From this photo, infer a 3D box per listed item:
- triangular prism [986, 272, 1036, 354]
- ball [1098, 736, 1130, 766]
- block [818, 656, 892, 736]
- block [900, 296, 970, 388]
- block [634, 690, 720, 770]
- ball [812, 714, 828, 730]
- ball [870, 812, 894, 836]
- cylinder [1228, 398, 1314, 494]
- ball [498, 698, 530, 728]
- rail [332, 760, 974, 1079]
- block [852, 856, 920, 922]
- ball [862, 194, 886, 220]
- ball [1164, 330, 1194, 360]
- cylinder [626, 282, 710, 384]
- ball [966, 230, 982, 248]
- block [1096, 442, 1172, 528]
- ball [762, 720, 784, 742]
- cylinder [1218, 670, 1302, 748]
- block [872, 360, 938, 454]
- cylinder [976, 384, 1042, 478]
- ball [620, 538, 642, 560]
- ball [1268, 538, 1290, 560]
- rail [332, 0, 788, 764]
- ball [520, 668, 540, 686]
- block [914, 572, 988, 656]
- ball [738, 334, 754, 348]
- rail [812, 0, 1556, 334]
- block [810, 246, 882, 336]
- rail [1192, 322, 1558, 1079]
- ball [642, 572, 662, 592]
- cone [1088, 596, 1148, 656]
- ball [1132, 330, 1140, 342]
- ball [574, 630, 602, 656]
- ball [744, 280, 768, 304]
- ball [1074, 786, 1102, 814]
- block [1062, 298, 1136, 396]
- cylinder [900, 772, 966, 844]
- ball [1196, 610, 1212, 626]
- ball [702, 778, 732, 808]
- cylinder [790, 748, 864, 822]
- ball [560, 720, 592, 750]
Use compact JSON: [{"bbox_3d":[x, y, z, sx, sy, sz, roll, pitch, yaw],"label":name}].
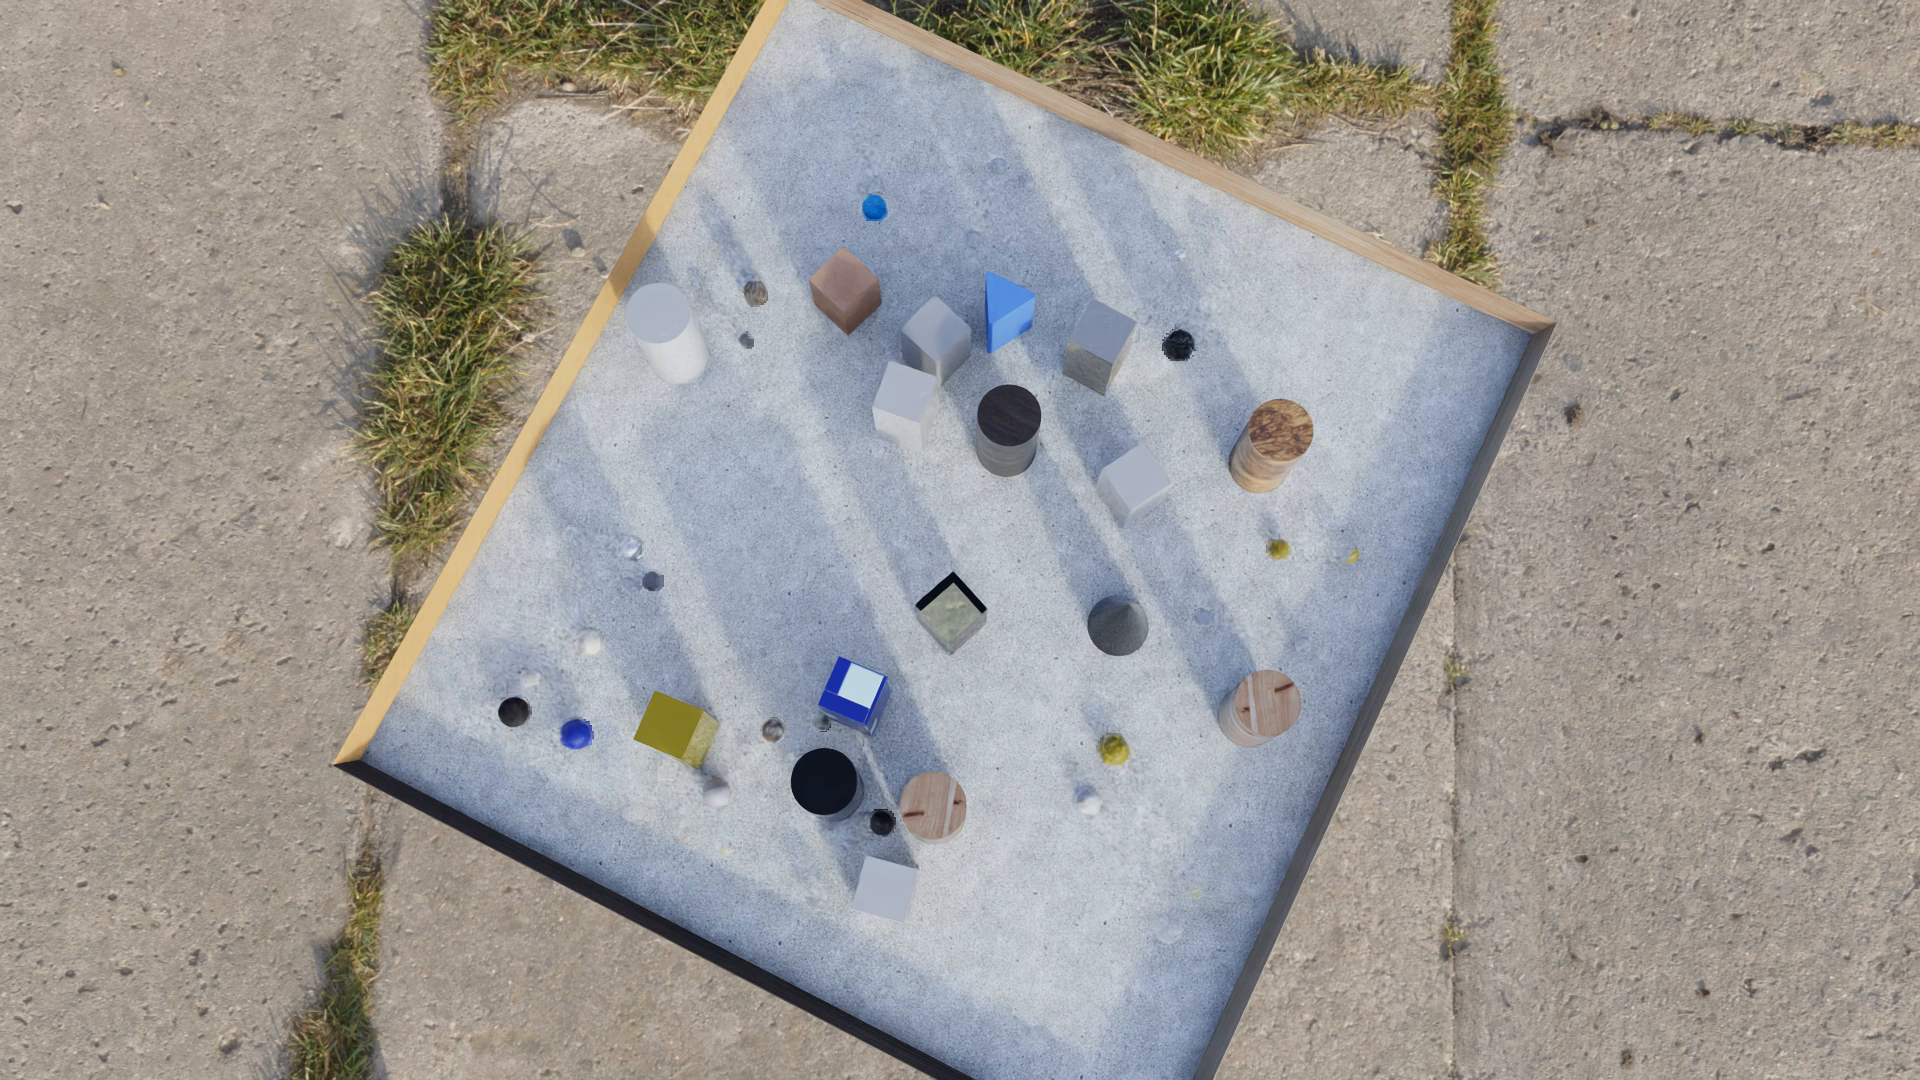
[{"bbox_3d":[0.120,-0.715,5.614,0.162,0.294,0.140,-33,80,-6],"label":"triangular prism"},{"bbox_3d":[0.459,0.626,5.440,0.092,0.092,0.092,0,78,0],"label":"ball"},{"bbox_3d":[-0.303,0.460,5.343,0.149,0.350,0.149,22,79,4],"label":"block"},{"bbox_3d":[-0.074,-0.601,5.594,0.149,0.288,0.149,43,81,8],"label":"block"},{"bbox_3d":[-0.818,0.555,5.315,0.149,0.365,0.149,22,79,4],"label":"block"},{"bbox_3d":[-0.417,0.545,5.475,0.046,0.046,0.046,0,78,0],"label":"ball"},{"bbox_3d":[-0.231,0.837,5.406,0.072,0.072,0.072,0,78,0],"label":"ball"},{"bbox_3d":[0.923,-0.275,5.466,0.187,0.405,0.187,0,78,0],"label":"cylinder"},{"bbox_3d":[-1.330,0.513,5.465,0.089,0.089,0.089,0,78,0],"label":"ball"},{"bbox_3d":[-0.628,1.237,5.298,2.681,0.121,0.045,26,80,5],"label":"rail"},{"bbox_3d":[-0.207,0.997,5.221,0.149,0.371,0.149,15,79,3],"label":"block"},{"bbox_3d":[-0.271,-1.052,5.793,0.079,0.079,0.079,0,78,0],"label":"ball"},{"bbox_3d":[0.682,-0.605,5.694,0.093,0.093,0.093,0,78,0],"label":"ball"},{"bbox_3d":[-0.876,-0.617,5.529,0.187,0.420,0.187,0,78,0],"label":"cylinder"},{"bbox_3d":[0.044,-0.948,5.784,0.055,0.055,0.055,0,78,0],"label":"ball"},{"bbox_3d":[0.521,-0.162,5.520,0.149,0.255,0.149,-33,80,-6],"label":"block"},{"bbox_3d":[-0.559,0.569,5.465,0.067,0.067,0.067,0,78,0],"label":"ball"},{"bbox_3d":[0.867,0.494,5.330,0.187,0.361,0.187,0,78,0],"label":"cylinder"},{"bbox_3d":[-0.161,-0.396,5.516,0.149,0.357,0.149,19,79,4],"label":"block"},{"bbox_3d":[0.143,-0.323,5.492,0.187,0.374,0.187,0,78,0],"label":"cylinder"},{"bbox_3d":[-1.000,0.026,5.577,0.067,0.067,0.067,0,78,0],"label":"ball"},{"bbox_3d":[0.973,0.029,5.577,0.065,0.065,0.065,0,78,0],"label":"ball"},{"bbox_3d":[-1.178,-0.570,5.671,0.045,0.121,2.856,26,80,5],"label":"rail"},{"bbox_3d":[-1.290,0.412,5.502,0.056,0.056,0.056,0,78,0],"label":"ball"},{"bbox_3d":[-0.026,0.221,5.428,0.149,0.280,0.149,-41,81,-8],"label":"block"},{"bbox_3d":[-0.668,-0.623,5.723,0.044,0.044,0.044,0,78,0],"label":"ball"},{"bbox_3d":[0.628,-1.224,5.807,2.681,0.121,0.045,26,80,5],"label":"rail"},{"bbox_3d":[-0.352,-0.766,5.656,0.149,0.233,0.149,44,82,8],"label":"block"},{"bbox_3d":[1.178,0.583,5.433,0.045,0.121,2.856,26,80,5],"label":"rail"},{"bbox_3d":[-0.934,0.126,5.560,0.060,0.060,0.060,0,78,0],"label":"ball"},{"bbox_3d":[0.480,0.221,5.374,0.187,0.385,0.187,0,78,0],"label":"cone"},{"bbox_3d":[0.539,-0.642,5.728,0.042,0.042,0.042,0,78,0],"label":"ball"},{"bbox_3d":[-1.116,0.310,5.510,0.082,0.082,0.082,0,78,0],"label":"ball"},{"bbox_3d":[-0.641,-0.775,5.738,0.075,0.075,0.075,0,78,0],"label":"ball"},{"bbox_3d":[0.380,0.768,5.416,0.082,0.082,0.082,0,78,0],"label":"ball"},{"bbox_3d":[0.421,-0.581,5.563,0.149,0.339,0.149,29,80,6],"label":"block"},{"bbox_3d":[-0.074,0.774,5.263,0.187,0.380,0.187,0,78,0],"label":"cylinder"},{"bbox_3d":[0.736,0.235,5.542,0.051,0.051,0.051,0,78,0],"label":"ball"},{"bbox_3d":[-0.720,0.748,5.416,0.090,0.090,0.090,0,78,0],"label":"ball"},{"bbox_3d":[-0.379,0.710,5.285,0.187,0.362,0.187,0,78,0],"label":"cylinder"},{"bbox_3d":[-1.143,0.580,5.450,0.092,0.092,0.092,0,78,0],"label":"ball"}]
